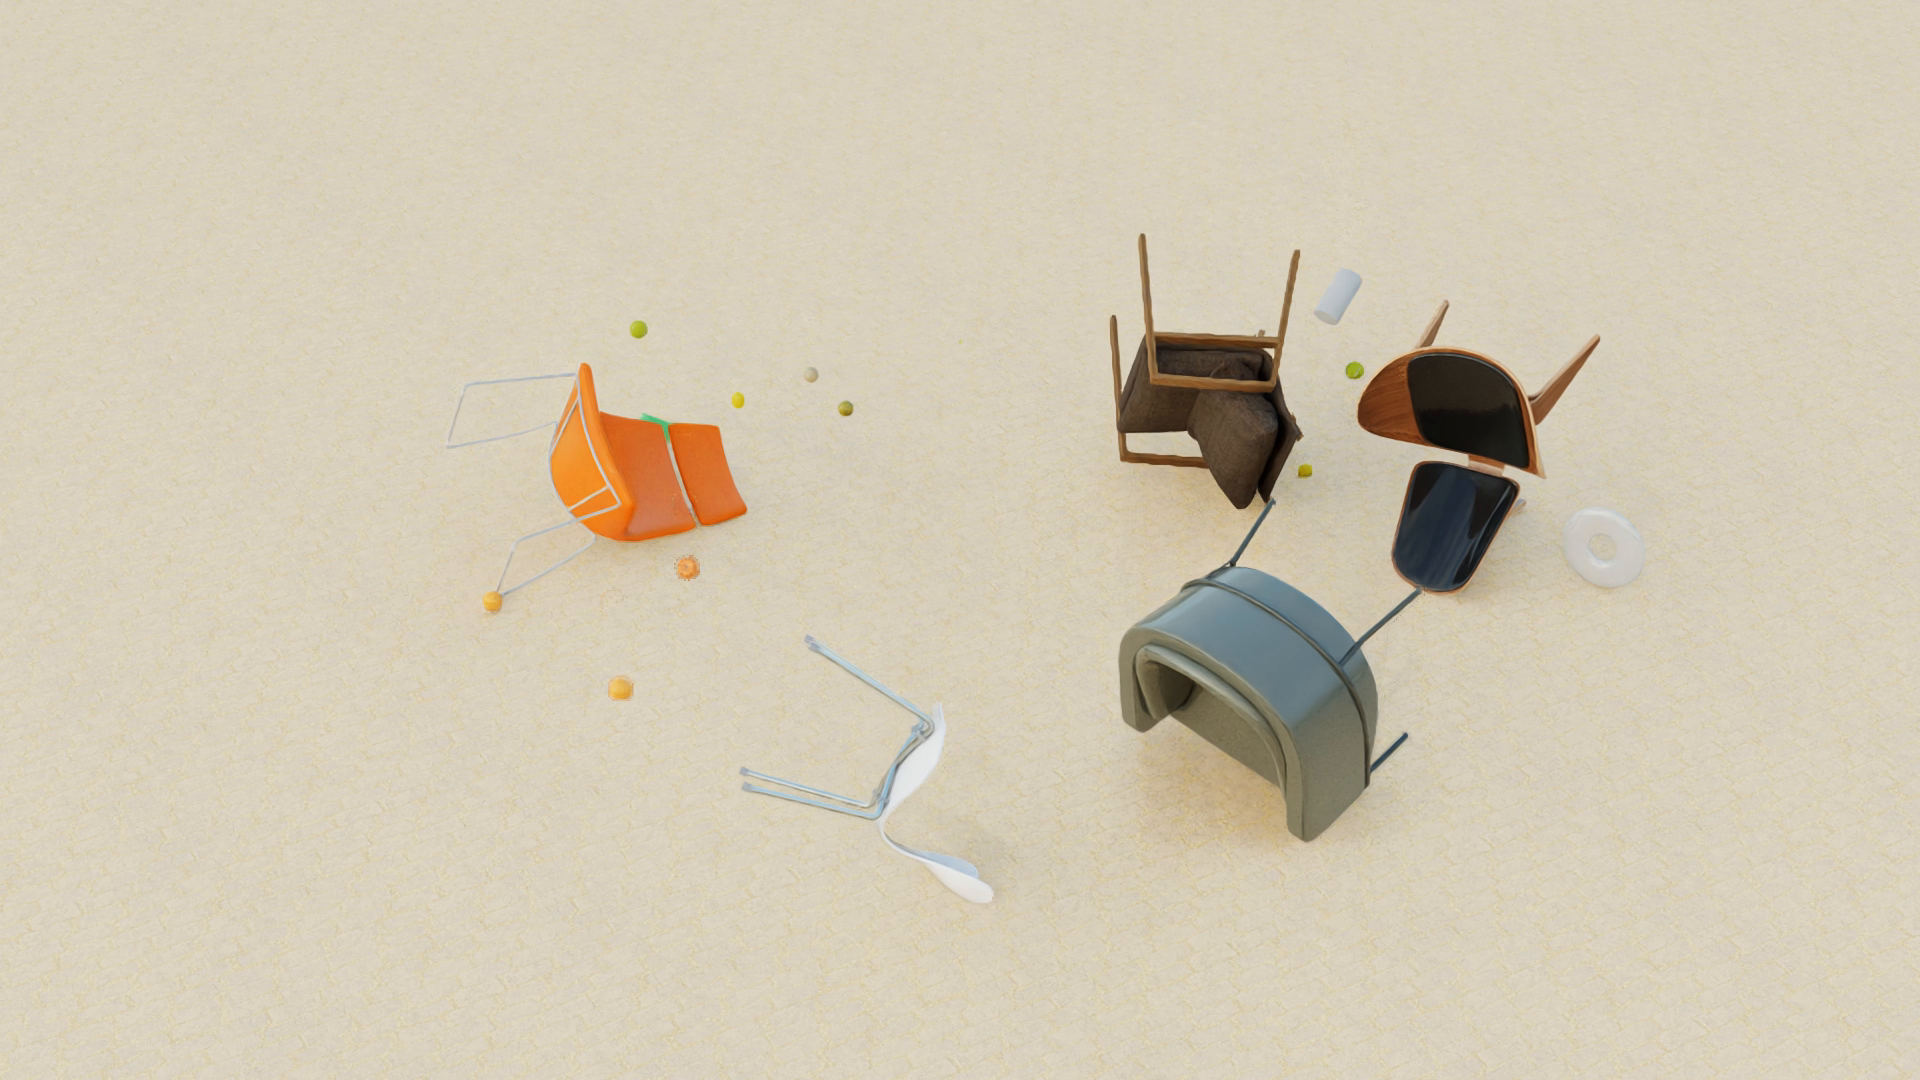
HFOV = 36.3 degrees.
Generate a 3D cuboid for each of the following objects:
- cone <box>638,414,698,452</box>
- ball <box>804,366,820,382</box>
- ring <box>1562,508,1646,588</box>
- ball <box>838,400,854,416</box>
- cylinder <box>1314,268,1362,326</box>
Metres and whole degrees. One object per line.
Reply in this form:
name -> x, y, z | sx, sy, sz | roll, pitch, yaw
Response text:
cone -> -1.131, -0.420, 11.520 | 0.241, 0.151, 0.106 | 1, -1, -30
ball -> -0.604, -0.673, 11.907 | 0.064, 0.064, 0.064 | 0, 33, 0
ring -> 2.329, 0.029, 10.612 | 0.315, 0.322, 0.045 | -18, 13, 41
ball -> -0.454, -0.526, 11.684 | 0.064, 0.064, 0.064 | 0, 33, 0
cylinder -> 1.523, -0.980, 11.805 | 0.109, 0.085, 0.219 | 29, 71, 9
